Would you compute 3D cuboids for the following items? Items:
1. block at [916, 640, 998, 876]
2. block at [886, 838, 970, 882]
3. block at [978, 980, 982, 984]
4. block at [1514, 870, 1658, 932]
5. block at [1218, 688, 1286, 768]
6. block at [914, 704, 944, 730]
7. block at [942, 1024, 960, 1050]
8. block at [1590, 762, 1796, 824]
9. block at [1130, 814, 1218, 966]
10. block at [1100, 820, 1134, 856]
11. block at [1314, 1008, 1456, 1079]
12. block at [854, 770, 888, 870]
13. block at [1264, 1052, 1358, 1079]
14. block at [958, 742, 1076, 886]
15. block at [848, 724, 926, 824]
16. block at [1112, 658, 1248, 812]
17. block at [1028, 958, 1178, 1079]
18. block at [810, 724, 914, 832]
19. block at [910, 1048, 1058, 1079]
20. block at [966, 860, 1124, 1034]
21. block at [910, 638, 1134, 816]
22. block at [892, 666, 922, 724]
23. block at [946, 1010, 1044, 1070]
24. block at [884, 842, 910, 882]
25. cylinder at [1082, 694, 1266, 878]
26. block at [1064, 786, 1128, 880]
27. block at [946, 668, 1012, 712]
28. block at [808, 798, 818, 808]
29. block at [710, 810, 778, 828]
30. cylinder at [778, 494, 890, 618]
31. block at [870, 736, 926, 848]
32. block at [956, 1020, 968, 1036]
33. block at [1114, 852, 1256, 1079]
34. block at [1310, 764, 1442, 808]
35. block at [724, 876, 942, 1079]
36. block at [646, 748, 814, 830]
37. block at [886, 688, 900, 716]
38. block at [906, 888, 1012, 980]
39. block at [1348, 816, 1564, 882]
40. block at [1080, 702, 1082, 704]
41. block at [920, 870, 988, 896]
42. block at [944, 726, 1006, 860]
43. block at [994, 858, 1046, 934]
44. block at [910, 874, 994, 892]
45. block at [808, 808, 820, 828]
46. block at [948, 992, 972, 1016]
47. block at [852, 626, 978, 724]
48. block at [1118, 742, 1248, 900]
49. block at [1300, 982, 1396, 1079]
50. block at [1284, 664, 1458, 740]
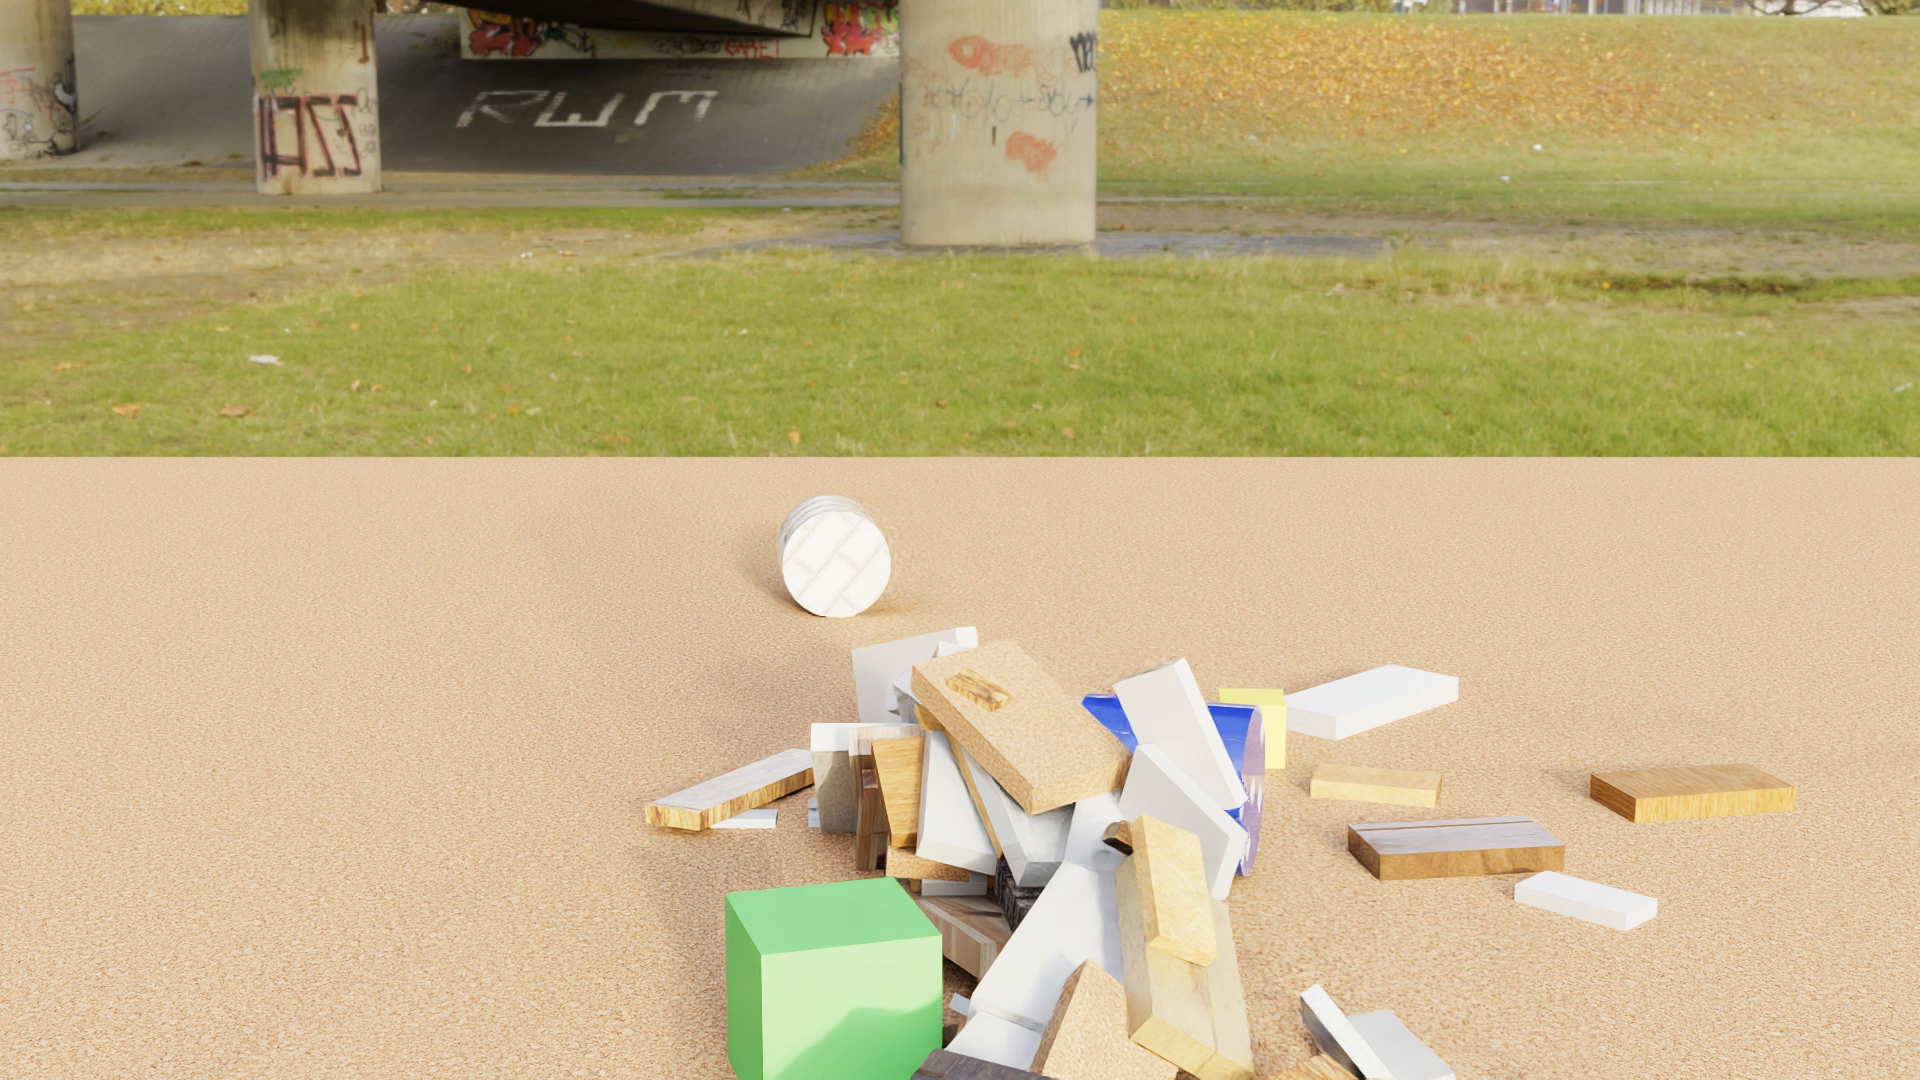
[{"bbox_3d":[0.018,0.337,3.462,0.144,0.041,0.469,15,35,-8],"label":"block"},{"bbox_3d":[-0.044,0.429,3.478,0.128,0.036,0.256,5,39,-1],"label":"block"},{"bbox_3d":[0.183,0.648,3.069,0.180,0.051,0.359,0,3,-25],"label":"block"},{"bbox_3d":[1.022,0.589,3.597,0.201,0.028,0.100,10,15,44],"label":"block"},{"bbox_3d":[0.589,0.380,4.446,0.129,0.129,0.129,1,11,5],"label":"block"},{"bbox_3d":[-0.022,0.280,3.471,0.093,0.013,0.046,4,38,-24],"label":"block"},{"bbox_3d":[0.031,0.701,3.014,0.076,0.022,0.153,-6,12,-30],"label":"block"},{"bbox_3d":[1.382,0.476,4.153,0.330,0.047,0.165,-2,11,-13],"label":"block"},{"bbox_3d":[0.270,0.443,2.786,0.093,0.026,0.186,24,39,-26],"label":"block"},{"bbox_3d":[0.245,0.414,2.961,0.093,0.026,0.186,30,-9,2],"label":"block"},{"bbox_3d":[0.568,0.697,2.956,0.111,0.031,0.221,-9,12,-10],"label":"block"},{"bbox_3d":[-0.106,0.471,3.706,0.128,0.256,0.036,-2,51,-8],"label":"block"},{"bbox_3d":[0.479,0.727,2.511,0.166,0.047,0.332,-10,33,-40],"label":"block"},{"bbox_3d":[0.122,0.375,3.291,0.176,0.050,0.352,4,35,-22],"label":"block"},{"bbox_3d":[-0.092,0.426,3.744,0.177,0.355,0.050,-3,55,-1],"label":"block"},{"bbox_3d":[0.312,0.286,3.124,0.111,0.221,0.031,-22,4,38],"label":"block"},{"bbox_3d":[0.162,0.636,2.564,0.158,0.045,0.316,40,27,-2],"label":"block"},{"bbox_3d":[-0.162,0.420,3.848,0.177,0.050,0.355,0,-30,0],"label":"block"},{"bbox_3d":[-0.097,0.734,2.237,0.166,0.047,0.557,6,33,33],"label":"block"},{"bbox_3d":[0.146,0.541,2.828,0.158,0.045,0.316,19,31,16],"label":"block"},{"bbox_3d":[0.090,0.273,3.290,0.176,0.050,0.352,-13,34,-28],"label":"block"},{"bbox_3d":[-0.009,0.381,3.800,0.177,0.355,0.050,32,61,31],"label":"block"},{"bbox_3d":[0.028,0.667,2.536,0.169,0.048,0.338,17,21,20],"label":"block"},{"bbox_3d":[-0.052,0.476,3.655,0.128,0.256,0.036,-2,47,-8],"label":"block"},{"bbox_3d":[0.358,0.420,3.788,0.292,0.292,0.292,3,11,16],"label":"cylinder"},{"bbox_3d":[0.213,0.522,2.978,0.176,0.050,0.587,12,29,4],"label":"block"},{"bbox_3d":[0.030,0.225,3.302,0.046,0.013,0.093,-24,39,-39],"label":"block"},{"bbox_3d":[-0.215,0.488,4.082,0.119,0.017,0.059,3,-9,-29],"label":"block"},{"bbox_3d":[-0.396,0.512,4.042,0.119,0.017,0.059,0,11,0],"label":"block"},{"bbox_3d":[-0.338,0.039,5.862,0.283,0.283,0.283,-1,11,-7],"label":"cylinder"},{"bbox_3d":[-0.072,0.390,3.425,0.102,0.029,0.204,-4,40,-11],"label":"block"},{"bbox_3d":[0.062,0.694,2.700,0.169,0.048,0.338,11,10,4],"label":"block"},{"bbox_3d":[0.279,0.539,2.768,0.158,0.045,0.316,33,25,-17],"label":"block"},{"bbox_3d":[0.800,0.471,4.222,0.234,0.033,0.117,3,11,18],"label":"block"},{"bbox_3d":[-0.171,0.609,2.920,0.236,0.236,0.236,-3,11,-17],"label":"block"},{"bbox_3d":[-0.401,0.468,4.168,0.117,0.033,0.503,4,9,27],"label":"block"},{"bbox_3d":[0.017,0.306,3.924,0.144,0.041,0.288,-15,-26,36],"label":"block"},{"bbox_3d":[0.051,0.584,3.289,0.180,0.051,0.359,0,3,-20],"label":"block"},{"bbox_3d":[0.862,0.536,3.831,0.330,0.047,0.165,-2,11,-9],"label":"block"},{"bbox_3d":[0.215,0.350,4.250,0.313,0.044,0.157,9,-19,-38],"label":"block"},{"bbox_3d":[-0.016,0.476,3.474,0.100,0.028,0.201,0,39,-6],"label":"block"},{"bbox_3d":[0.088,0.373,3.363,0.144,0.041,0.288,4,35,-24],"label":"block"},{"bbox_3d":[0.171,0.550,3.108,0.180,0.051,0.359,3,16,-11],"label":"block"},{"bbox_3d":[-0.006,0.514,3.562,0.139,0.139,0.139,-2,39,-8],"label":"block"},{"bbox_3d":[-0.220,0.510,4.052,0.119,0.017,0.059,-1,11,-4],"label":"block"},{"bbox_3d":[0.062,0.674,3.068,0.076,0.022,0.153,27,-9,-38],"label":"block"},{"bbox_3d":[-0.087,0.291,4.506,0.051,0.180,0.360,-3,-7,-39],"label":"block"},{"bbox_3d":[0.308,0.392,3.068,0.031,0.111,0.221,-5,32,-33],"label":"block"},{"bbox_3d":[0.505,0.662,2.687,0.026,0.093,0.251,-32,57,-10],"label":"block"},{"bbox_3d":[0.885,0.352,4.813,0.180,0.051,0.470,10,15,44],"label":"block"}]
